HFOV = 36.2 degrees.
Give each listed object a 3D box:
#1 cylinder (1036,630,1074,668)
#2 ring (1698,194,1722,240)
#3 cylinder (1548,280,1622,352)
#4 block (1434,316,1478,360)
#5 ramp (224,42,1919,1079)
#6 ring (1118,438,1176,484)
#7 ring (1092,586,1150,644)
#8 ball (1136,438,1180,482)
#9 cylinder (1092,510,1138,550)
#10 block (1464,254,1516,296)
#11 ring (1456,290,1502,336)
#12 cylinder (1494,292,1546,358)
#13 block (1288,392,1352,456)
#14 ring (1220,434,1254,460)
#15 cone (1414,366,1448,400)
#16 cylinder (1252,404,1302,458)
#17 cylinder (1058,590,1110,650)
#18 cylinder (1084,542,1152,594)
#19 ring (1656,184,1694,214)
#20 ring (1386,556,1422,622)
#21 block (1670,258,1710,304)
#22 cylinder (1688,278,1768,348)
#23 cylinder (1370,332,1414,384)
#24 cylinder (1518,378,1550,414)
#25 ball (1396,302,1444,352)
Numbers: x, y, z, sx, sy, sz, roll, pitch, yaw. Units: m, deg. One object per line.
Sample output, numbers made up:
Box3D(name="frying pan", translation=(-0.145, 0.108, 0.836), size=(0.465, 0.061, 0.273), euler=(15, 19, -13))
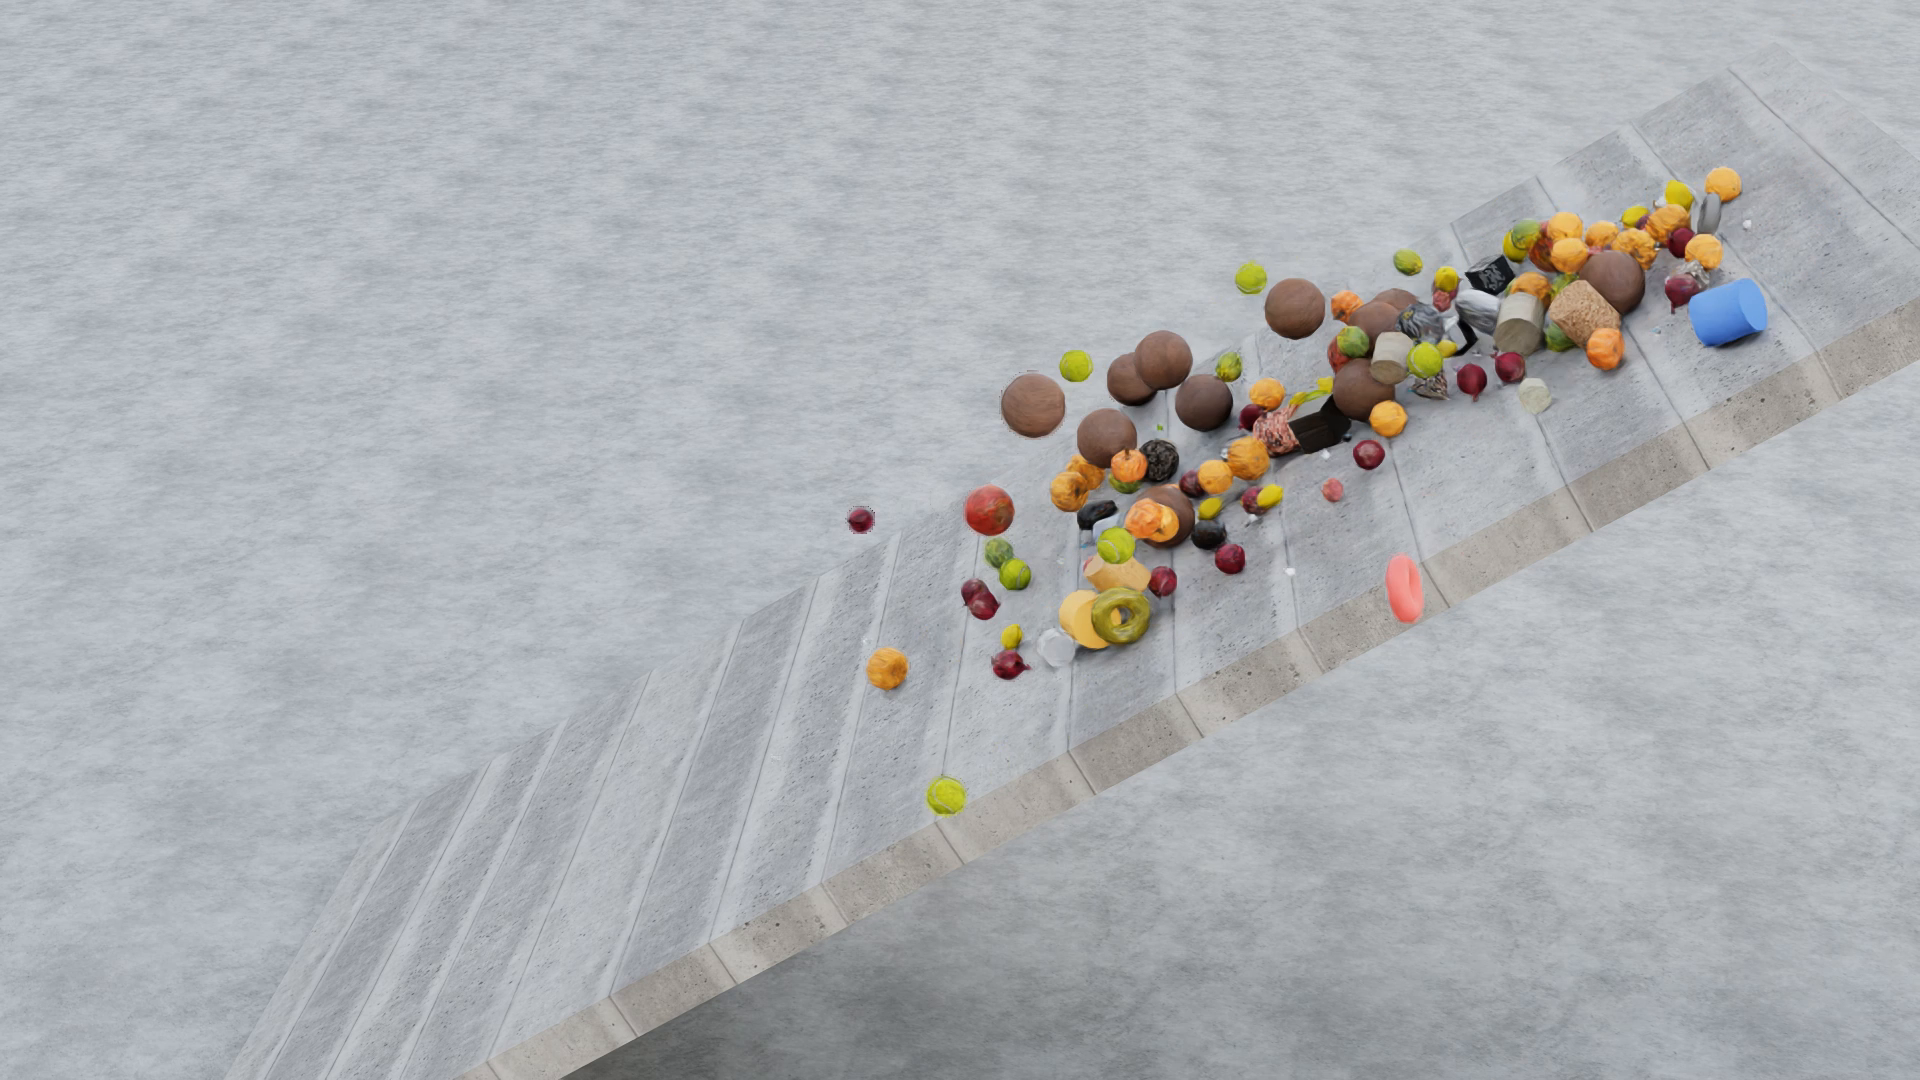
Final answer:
Box3D(name="cylinder", translation=(0.187, 0.211, 5.732), size=(0.063, 0.063, 0.063), euler=(-3, 10, -10))
Box3D(name="ring", translation=(1.468, -0.633, 5.758), size=(0.031, 0.093, 0.093), euler=(10, 20, 3))
Box3D(name="cylinder", translation=(1.192, -0.428, 5.612), size=(0.098, 0.098, 0.098), euler=(40, 8, -20))
Box3D(name="block", translation=(1.015, -0.417, 6.064), size=(0.063, 0.063, 0.063), euler=(-42, 17, -32))
Box3D(name="ramp", translation=(0.141, 0.168, 6.288), size=(4.000, 0.100, 2.000), euler=(-29, 15, 13))
Box3D(name="ring", translation=(0.417, -0.175, 6.538), size=(0.145, 0.048, 0.145), euler=(-30, 16, 10))
Box3D(name="ring", translation=(0.306, 0.143, 5.604), size=(0.116, 0.116, 0.039), euler=(-3, 15, -10))
Box3D(name="ball", translation=(0.431, -0.173, 6.415), size=(0.094, 0.094, 0.094), euler=(0, 19, 0))
Box3D(name="cylinder", translation=(0.326, -0.017, 6.171), size=(0.068, 0.068, 0.068), euler=(-20, -7, -45))
Box3D(name="block", translation=(1.135, -0.564, 6.289), size=(0.064, 0.064, 0.064), euler=(-38, 16, -21))
Box3D(name="ring", translation=(1.067, -0.459, 5.965), size=(0.139, 0.046, 0.139), euler=(30, -10, 6))
Box3D(name="cylinder", translation=(1.105, -0.424, 5.805), size=(0.093, 0.093, 0.093), euler=(5, 38, 14))
Box3D(name="block", translation=(0.737, -0.238, 6.020), size=(0.081, 0.081, 0.081), euler=(-21, 19, 38))
Box3D(name="ring", translation=(0.593, -0.200, 6.301), size=(0.077, 0.026, 0.077), euler=(-29, 14, 8))
Box3D(name="cone", translation=(0.954, -0.297, 5.857), size=(0.073, 0.073, 0.073), euler=(-8, 36, -23))
Box3D(name="cylinder", translation=(0.670, -0.225, 6.091), size=(0.091, 0.091, 0.091), euler=(-21, 4, 37))
Box3D(name="cylinder", translation=(0.253, 0.154, 5.708), size=(0.099, 0.099, 0.099), euler=(-4, 10, -13))
Box3D(name="cylinder", translation=(0.304, 0.067, 5.667), size=(0.092, 0.092, 0.092), euler=(43, 14, -13))
Box3D(name="ring", translation=(1.484, -0.707, 6.104), size=(0.085, 0.028, 0.085), euler=(-31, 15, 10))
Box3D(name="ring", translation=(0.744, 0.081, 4.926), size=(0.038, 0.114, 0.114), euler=(-9, 15, 24))
Box3D(name="block", translation=(1.380, -0.488, 5.555), size=(0.053, 0.053, 0.053), euler=(-25, 20, 27))
Box3D(name="cylinder", translation=(1.365, -0.404, 5.225), size=(0.099, 0.099, 0.099), euler=(-21, 2, 42))
Box3D(name="cylinder", translation=(0.852, -0.360, 5.805), size=(0.074, 0.074, 0.074), euler=(6, 56, 17))
Box3D(name="cylinder", translation=(1.071, -0.270, 5.488), size=(0.054, 0.054, 0.054), euler=(1, 19, 3))
Box3D(name="ball", translation=(0.918, -0.424, 5.868), size=(0.097, 0.097, 0.097), euler=(0, 19, 0))
